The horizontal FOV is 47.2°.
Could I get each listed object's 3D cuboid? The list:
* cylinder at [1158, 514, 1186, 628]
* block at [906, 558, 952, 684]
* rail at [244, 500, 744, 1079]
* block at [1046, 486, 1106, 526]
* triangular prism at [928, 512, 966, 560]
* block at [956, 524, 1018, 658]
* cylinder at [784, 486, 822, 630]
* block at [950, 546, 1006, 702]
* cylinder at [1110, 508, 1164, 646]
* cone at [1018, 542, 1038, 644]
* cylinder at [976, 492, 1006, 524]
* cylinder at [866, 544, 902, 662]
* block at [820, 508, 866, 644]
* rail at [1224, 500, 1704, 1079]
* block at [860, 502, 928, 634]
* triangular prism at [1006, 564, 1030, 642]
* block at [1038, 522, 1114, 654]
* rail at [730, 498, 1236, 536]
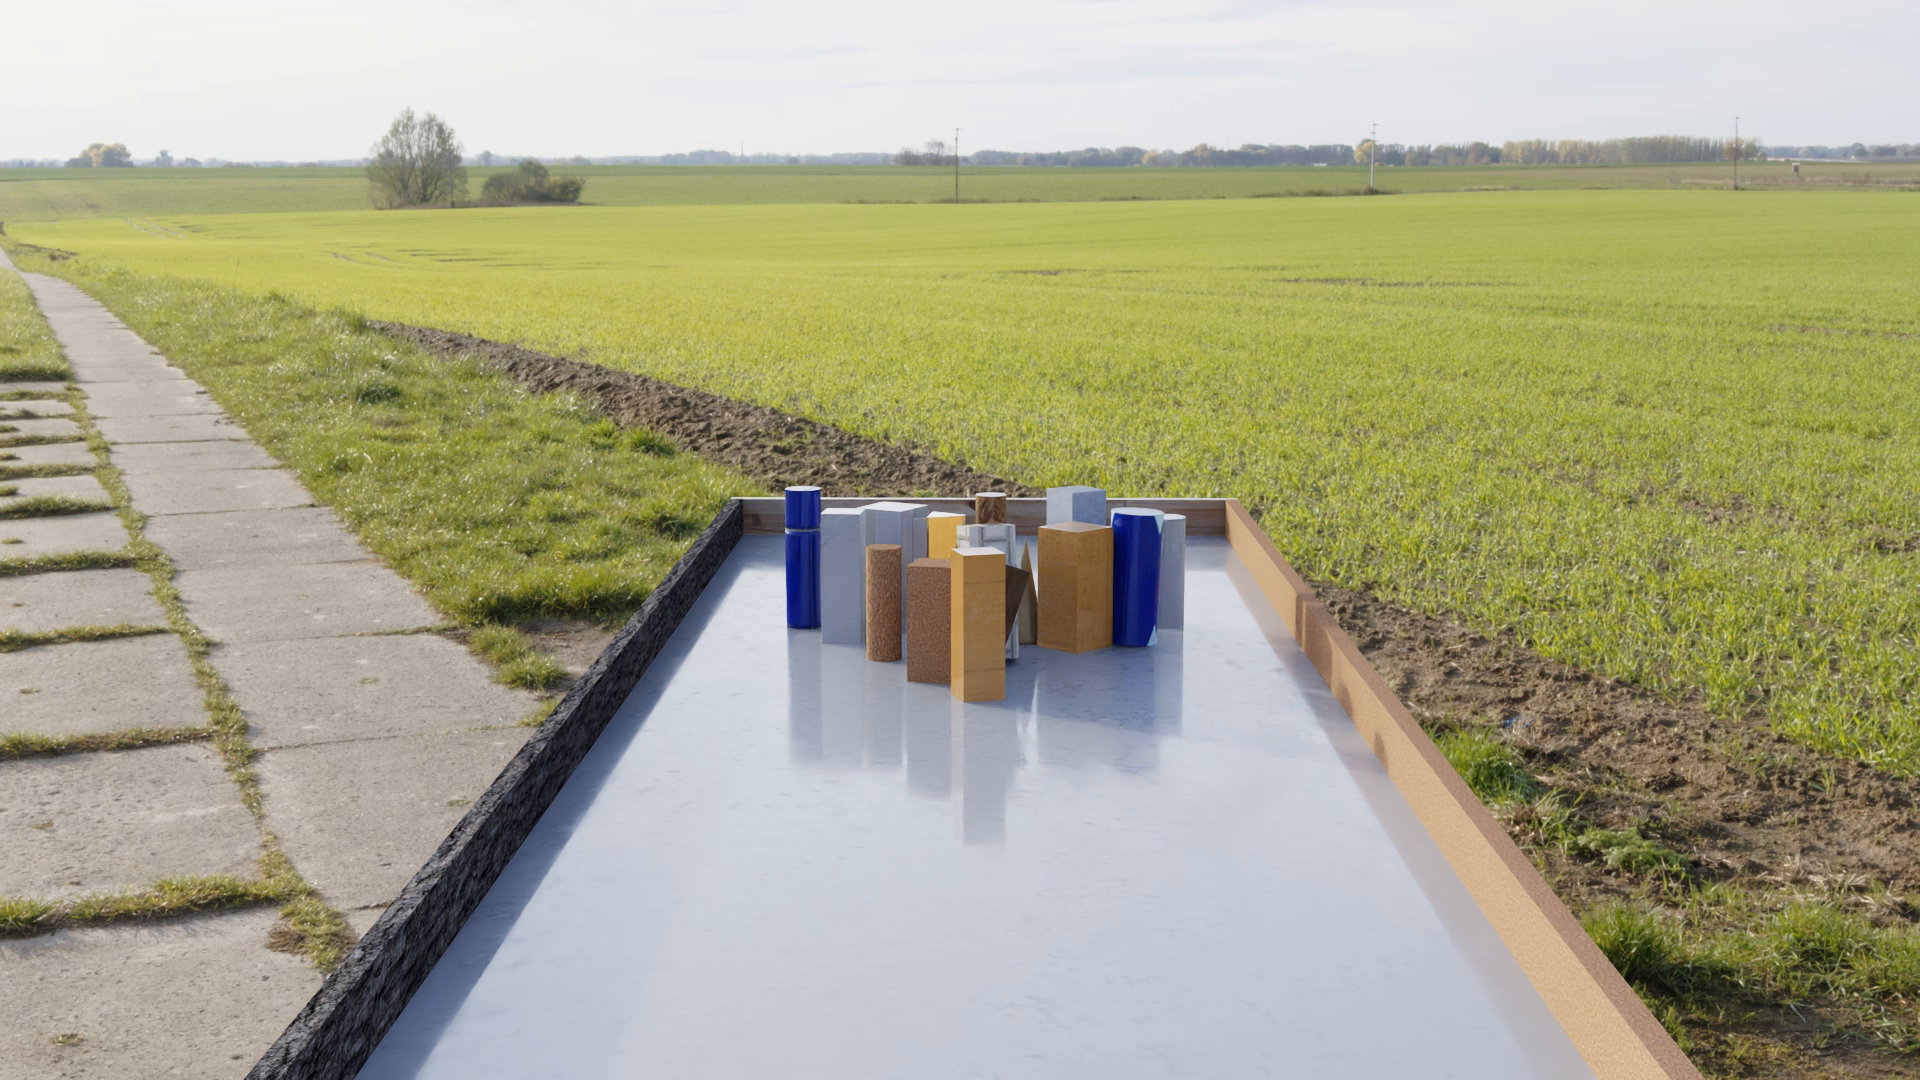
[{"bbox_3d":[0.673,0.102,7.215,0.130,0.361,0.130,0,9,0],"label":"cylinder"},{"bbox_3d":[-0.065,0.236,6.430,0.146,0.342,0.146,2,9,15],"label":"block"},{"bbox_3d":[-1.004,0.839,3.234,0.050,0.150,12.000,0,9,1],"label":"rail"},{"bbox_3d":[0.379,0.059,7.182,0.138,0.455,0.138,-6,11,-34],"label":"block"},{"bbox_3d":[-0.063,0.119,6.962,0.128,0.407,0.111,-4,10,-22],"label":"triangular prism"},{"bbox_3d":[0.084,0.155,6.699,0.144,0.403,0.144,-2,3,-15],"label":"block"},{"bbox_3d":[-0.511,0.058,7.186,0.116,0.456,0.116,0,9,0],"label":"cylinder"},{"bbox_3d":[0.051,0.237,6.187,0.123,0.416,0.123,-3,9,-16],"label":"block"},{"bbox_3d":[0.549,0.115,6.932,0.165,0.416,0.165,2,9,0],"label":"cylinder"},{"bbox_3d":[0.208,0.156,6.961,0.125,0.334,0.125,0,9,0],"label":"cone"},{"bbox_3d":[0.101,0.065,7.212,0.101,0.433,0.101,0,9,0],"label":"cylinder"},{"bbox_3d":[-0.232,0.191,6.701,0.108,0.345,0.108,0,9,0],"label":"cylinder"},{"bbox_3d":[-0.368,0.114,6.966,0.123,0.415,0.123,1,9,6],"label":"block"},{"bbox_3d":[1.046,0.843,3.208,0.050,0.150,12.000,0,9,1],"label":"rail"},{"bbox_3d":[-0.220,0.088,7.181,0.171,0.399,0.171,5,10,29],"label":"block"},{"bbox_3d":[0.107,0.227,6.580,0.110,0.312,0.095,19,-1,1],"label":"triangular prism"},{"bbox_3d":[0.361,0.146,6.882,0.167,0.378,0.167,-9,13,-44],"label":"block"},{"bbox_3d":[0.099,-0.098,9.147,2.100,0.150,0.050,0,9,1],"label":"rail"}]
